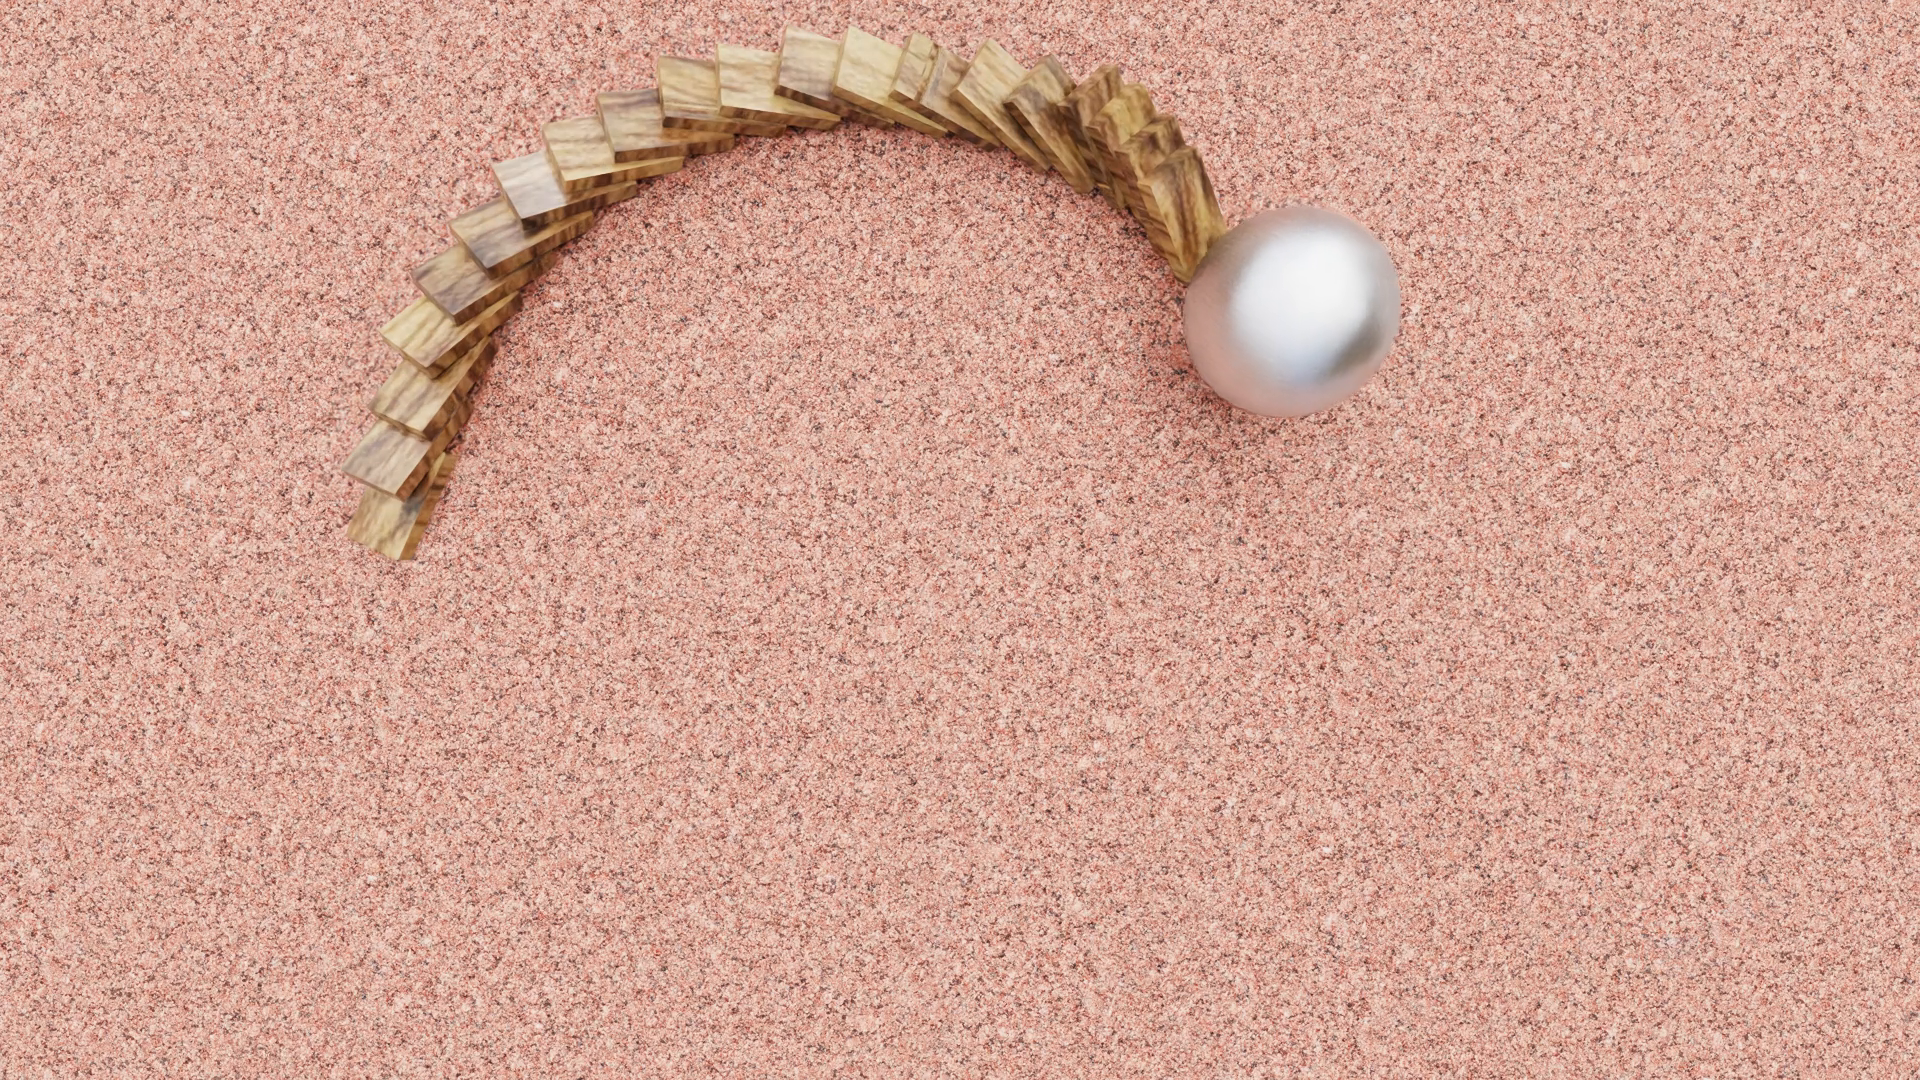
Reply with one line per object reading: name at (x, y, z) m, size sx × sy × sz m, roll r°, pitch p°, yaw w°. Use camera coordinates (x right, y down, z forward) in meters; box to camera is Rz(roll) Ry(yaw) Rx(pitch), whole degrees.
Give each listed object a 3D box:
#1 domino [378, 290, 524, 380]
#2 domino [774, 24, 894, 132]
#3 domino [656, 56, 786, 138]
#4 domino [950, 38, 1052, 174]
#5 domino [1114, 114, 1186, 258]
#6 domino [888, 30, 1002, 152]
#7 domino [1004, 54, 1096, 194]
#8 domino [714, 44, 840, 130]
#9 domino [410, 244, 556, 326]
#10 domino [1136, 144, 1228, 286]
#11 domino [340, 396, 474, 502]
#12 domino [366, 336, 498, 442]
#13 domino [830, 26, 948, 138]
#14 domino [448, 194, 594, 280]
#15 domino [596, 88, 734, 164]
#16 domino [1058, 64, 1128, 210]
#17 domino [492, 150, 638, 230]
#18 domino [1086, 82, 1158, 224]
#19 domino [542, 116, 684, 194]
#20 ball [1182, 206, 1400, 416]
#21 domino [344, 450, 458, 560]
domino at (-0.213, -0.094, 0.385) m, size 0.025 × 0.010 × 0.050 m, roll 38°, pitch 65°, yaw 0°
domino at (-0.051, -0.194, 0.385) m, size 0.050 × 0.009 × 0.025 m, roll 8°, pitch 90°, yaw -24°
domino at (-0.100, -0.186, 0.385) m, size 0.050 × 0.010 × 0.025 m, roll -6°, pitch 90°, yaw -24°
domino at (0.023, -0.182, 0.386) m, size 0.050 × 0.010 × 0.025 m, roll 33°, pitch 90°, yaw -24°
domino at (0.085, -0.146, 0.380) m, size 0.025 × 0.010 × 0.050 m, roll -39°, pitch 129°, yaw -4°
domino at (-0.003, -0.188, 0.385) m, size 0.050 × 0.009 × 0.025 m, roll 19°, pitch 90°, yaw -24°
domino at (0.044, -0.173, 0.384) m, size 0.050 × 0.009 × 0.025 m, roll 39°, pitch 90°, yaw -29°
domino at (-0.076, -0.190, 0.385) m, size 0.050 × 0.009 × 0.025 m, roll -3°, pitch 90°, yaw -24°
domino at (-0.200, -0.114, 0.385) m, size 0.025 × 0.009 × 0.050 m, roll 45°, pitch 66°, yaw 0°
domino at (0.094, -0.134, 0.380) m, size 0.025 × 0.009 × 0.050 m, roll -40°, pitch 129°, yaw -3°
domino at (-0.232, -0.043, 0.386) m, size 0.025 × 0.010 × 0.050 m, roll 25°, pitch 68°, yaw 0°
domino at (-0.221, -0.069, 0.386) m, size 0.025 × 0.009 × 0.050 m, roll 24°, pitch 68°, yaw 0°
domino at (-0.027, -0.192, 0.385) m, size 0.050 × 0.009 × 0.025 m, roll 12°, pitch 90°, yaw -24°
domino at (-0.184, -0.133, 0.385) m, size 0.050 × 0.009 × 0.025 m, roll -40°, pitch 90°, yaw -24°
domino at (-0.124, -0.176, 0.385) m, size 0.050 × 0.009 × 0.025 m, roll -18°, pitch 90°, yaw -24°
domino at (0.063, -0.166, 0.380) m, size 0.025 × 0.010 × 0.050 m, roll -42°, pitch 129°, yaw -1°
domino at (-0.165, -0.151, 0.385) m, size 0.050 × 0.010 × 0.025 m, roll -29°, pitch 90°, yaw -24°
domino at (0.075, -0.159, 0.379) m, size 0.025 × 0.010 × 0.050 m, roll -45°, pitch 129°, yaw 0°
domino at (-0.145, -0.165, 0.385) m, size 0.050 × 0.009 × 0.025 m, roll -23°, pitch 90°, yaw -24°
ball at (0.129, -0.089, 0.360) m, size 0.080 × 0.080 × 0.080 m, roll 0°, pitch 90°, yaw 0°
domino at (-0.241, -0.019, 0.395) m, size 0.025 × 0.009 × 0.050 m, roll 24°, pitch 90°, yaw 0°
